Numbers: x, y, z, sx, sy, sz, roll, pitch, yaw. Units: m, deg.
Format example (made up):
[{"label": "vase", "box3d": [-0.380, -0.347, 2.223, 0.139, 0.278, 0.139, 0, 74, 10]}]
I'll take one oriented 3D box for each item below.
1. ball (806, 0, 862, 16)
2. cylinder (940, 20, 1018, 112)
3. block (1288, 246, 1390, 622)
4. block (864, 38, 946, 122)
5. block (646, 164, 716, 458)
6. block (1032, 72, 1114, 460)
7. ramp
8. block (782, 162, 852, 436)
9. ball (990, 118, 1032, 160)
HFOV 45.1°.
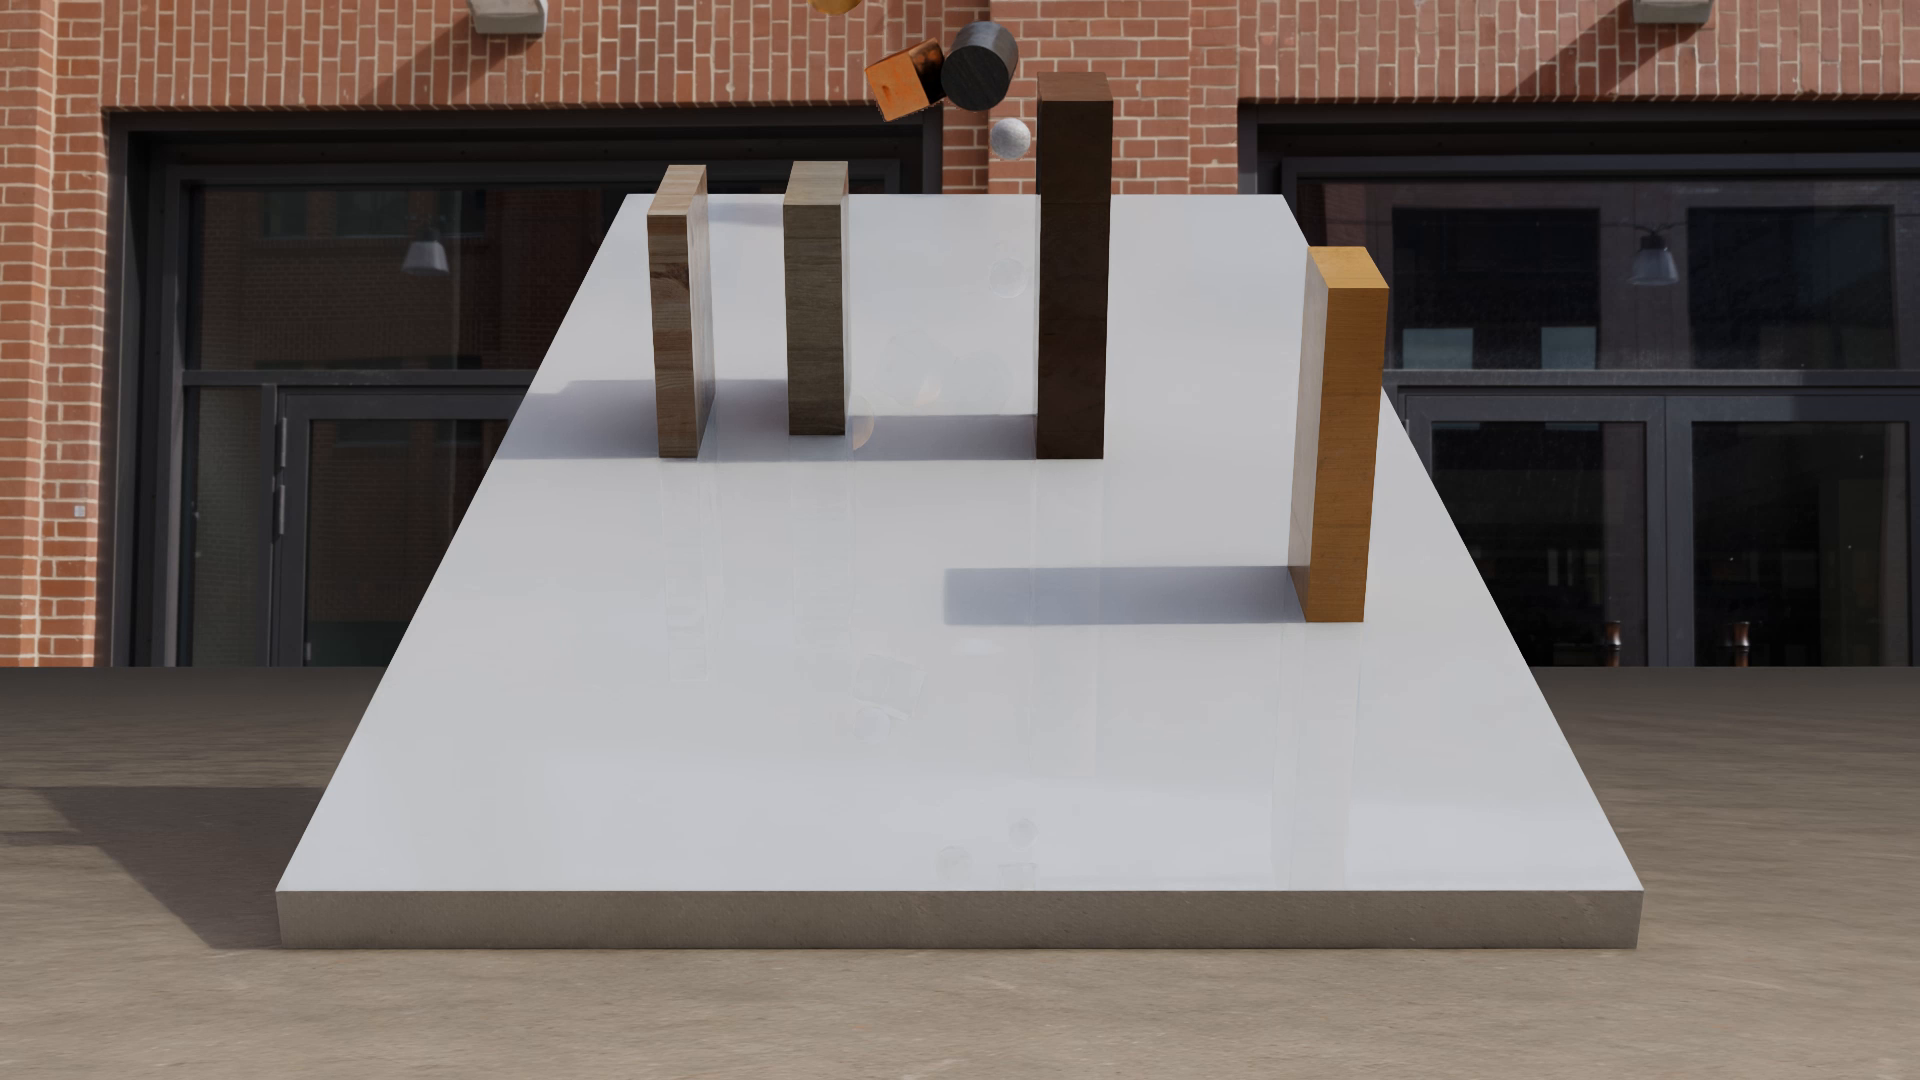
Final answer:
[{"label": "ball", "box3d": [-0.369, -1.633, 6.744, 0.199, 0.199, 0.199, 0, -3, 0]}, {"label": "cylinder", "box3d": [0.057, -1.354, 6.602, 0.196, 0.196, 0.196, -1, 33, 11]}, {"label": "block", "box3d": [0.686, -0.192, 4.224, 0.104, 0.635, 0.259, 0, 23, 0]}, {"label": "block", "box3d": [-0.140, -1.324, 6.647, 0.162, 0.162, 0.162, -13, 17, 37]}, {"label": "block", "box3d": [-0.609, -0.509, 5.084, 0.082, 0.538, 0.424, 0, 23, 0]}, {"label": "block", "box3d": [0.238, -0.588, 4.970, 0.144, 0.778, 0.286, 0, 23, 0]}, {"label": "ramp", "box3d": [-0.007, -0.226, 5.237, 2.000, 0.100, 4.000, 0, 23, 0]}, {"label": "block", "box3d": [-0.317, -0.548, 5.197, 0.123, 0.523, 0.384, 0, 23, 0]}, {"label": "ball", "box3d": [0.150, -1.202, 6.930, 0.125, 0.125, 0.125, 0, -3, 0]}]
